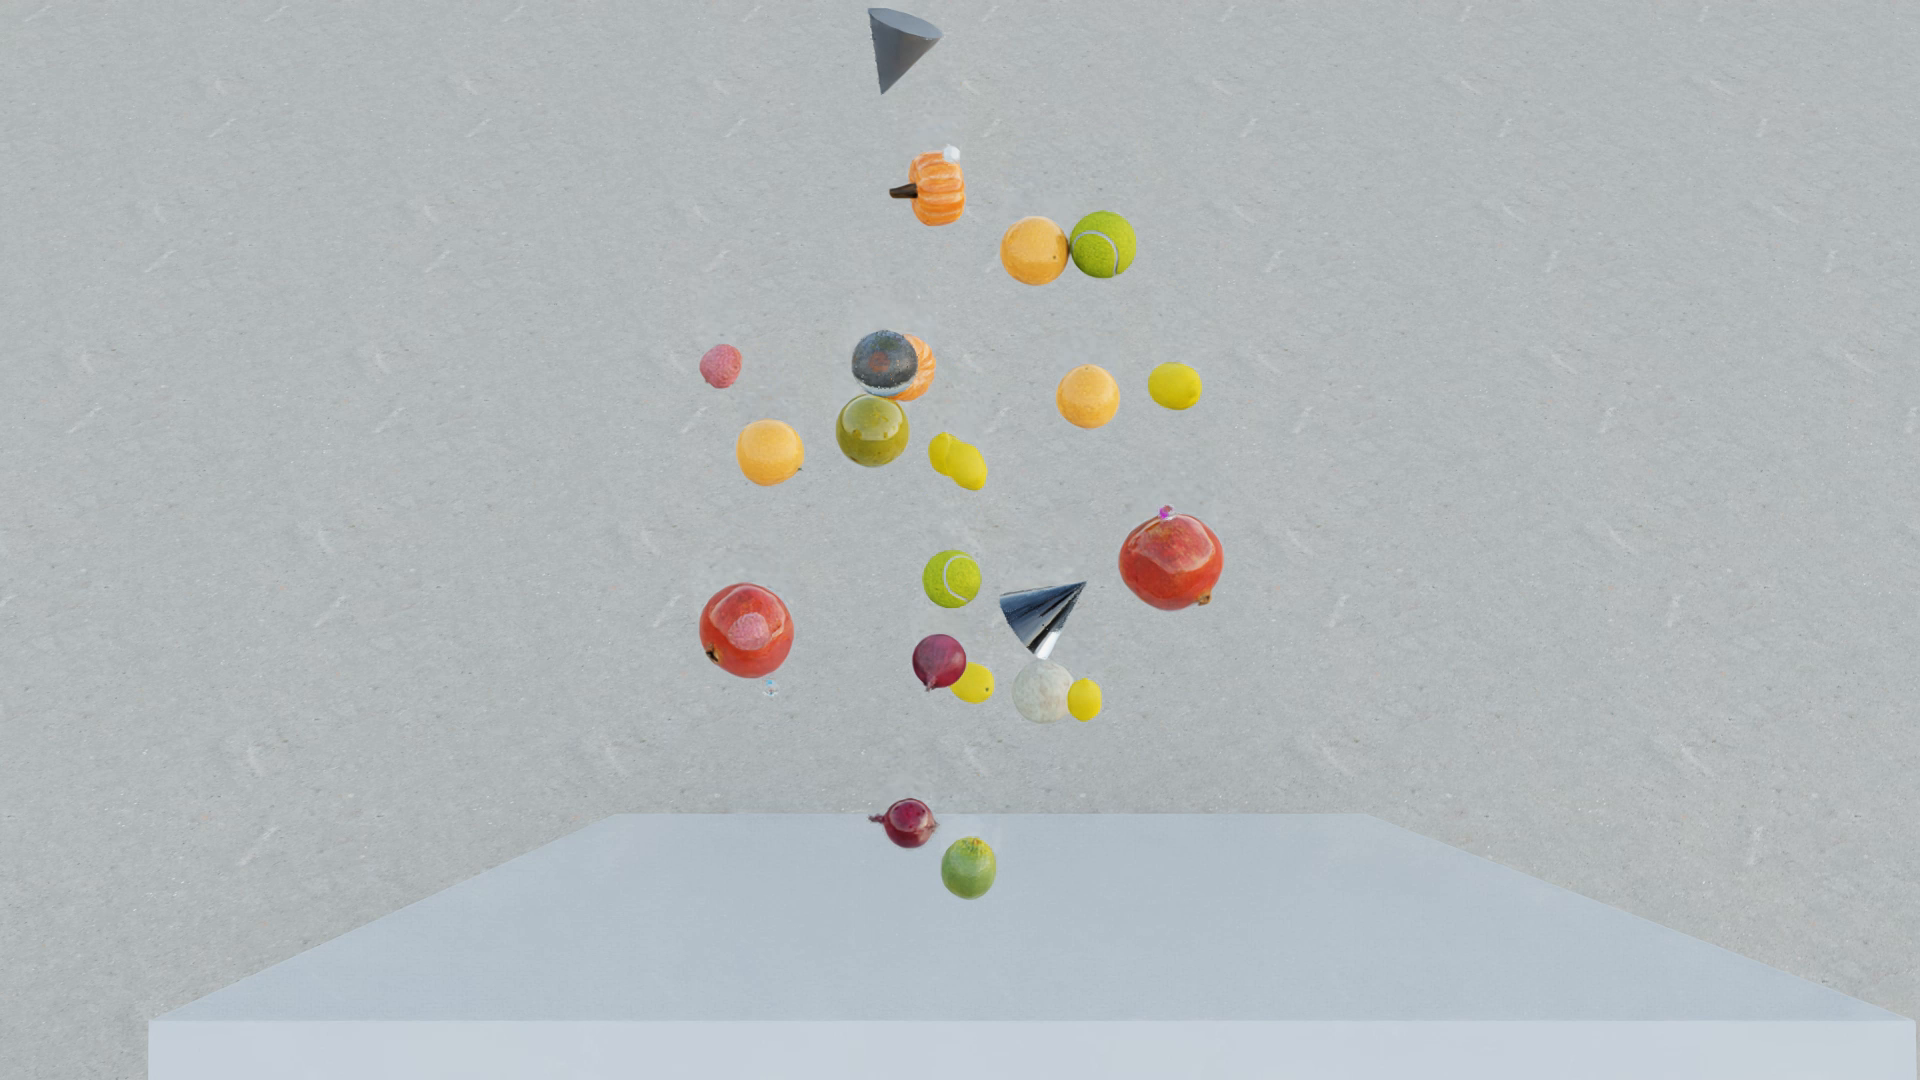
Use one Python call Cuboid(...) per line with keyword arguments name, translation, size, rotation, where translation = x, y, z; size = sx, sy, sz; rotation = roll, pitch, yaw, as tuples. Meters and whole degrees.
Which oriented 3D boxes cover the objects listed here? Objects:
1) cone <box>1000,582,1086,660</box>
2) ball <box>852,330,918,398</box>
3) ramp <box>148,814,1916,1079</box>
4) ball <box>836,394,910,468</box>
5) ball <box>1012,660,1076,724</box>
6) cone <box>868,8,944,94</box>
Cuboid(name="cone", translation=(0.115, 0.077, 3.138), size=(0.097, 0.097, 0.097), rotation=(-36, 34, 17))
Cuboid(name="ball", translation=(-0.079, -0.185, 2.730), size=(0.070, 0.070, 0.070), rotation=(0, 37, 0))
Cuboid(name="ramp", translation=(0.082, 0.687, 4.941), size=(2.000, 0.100, 4.000), rotation=(0, -3, 0))
Cuboid(name="ball", translation=(-0.098, -0.123, 2.921), size=(0.084, 0.084, 0.084), rotation=(0, 37, 0))
Cuboid(name="ball", translation=(0.100, 0.181, 3.091), size=(0.076, 0.076, 0.076), rotation=(0, 37, 0))
Cuboid(name="cone", translation=(-0.070, -0.509, 2.755), size=(0.083, 0.083, 0.083), rotation=(17, 23, -8))
